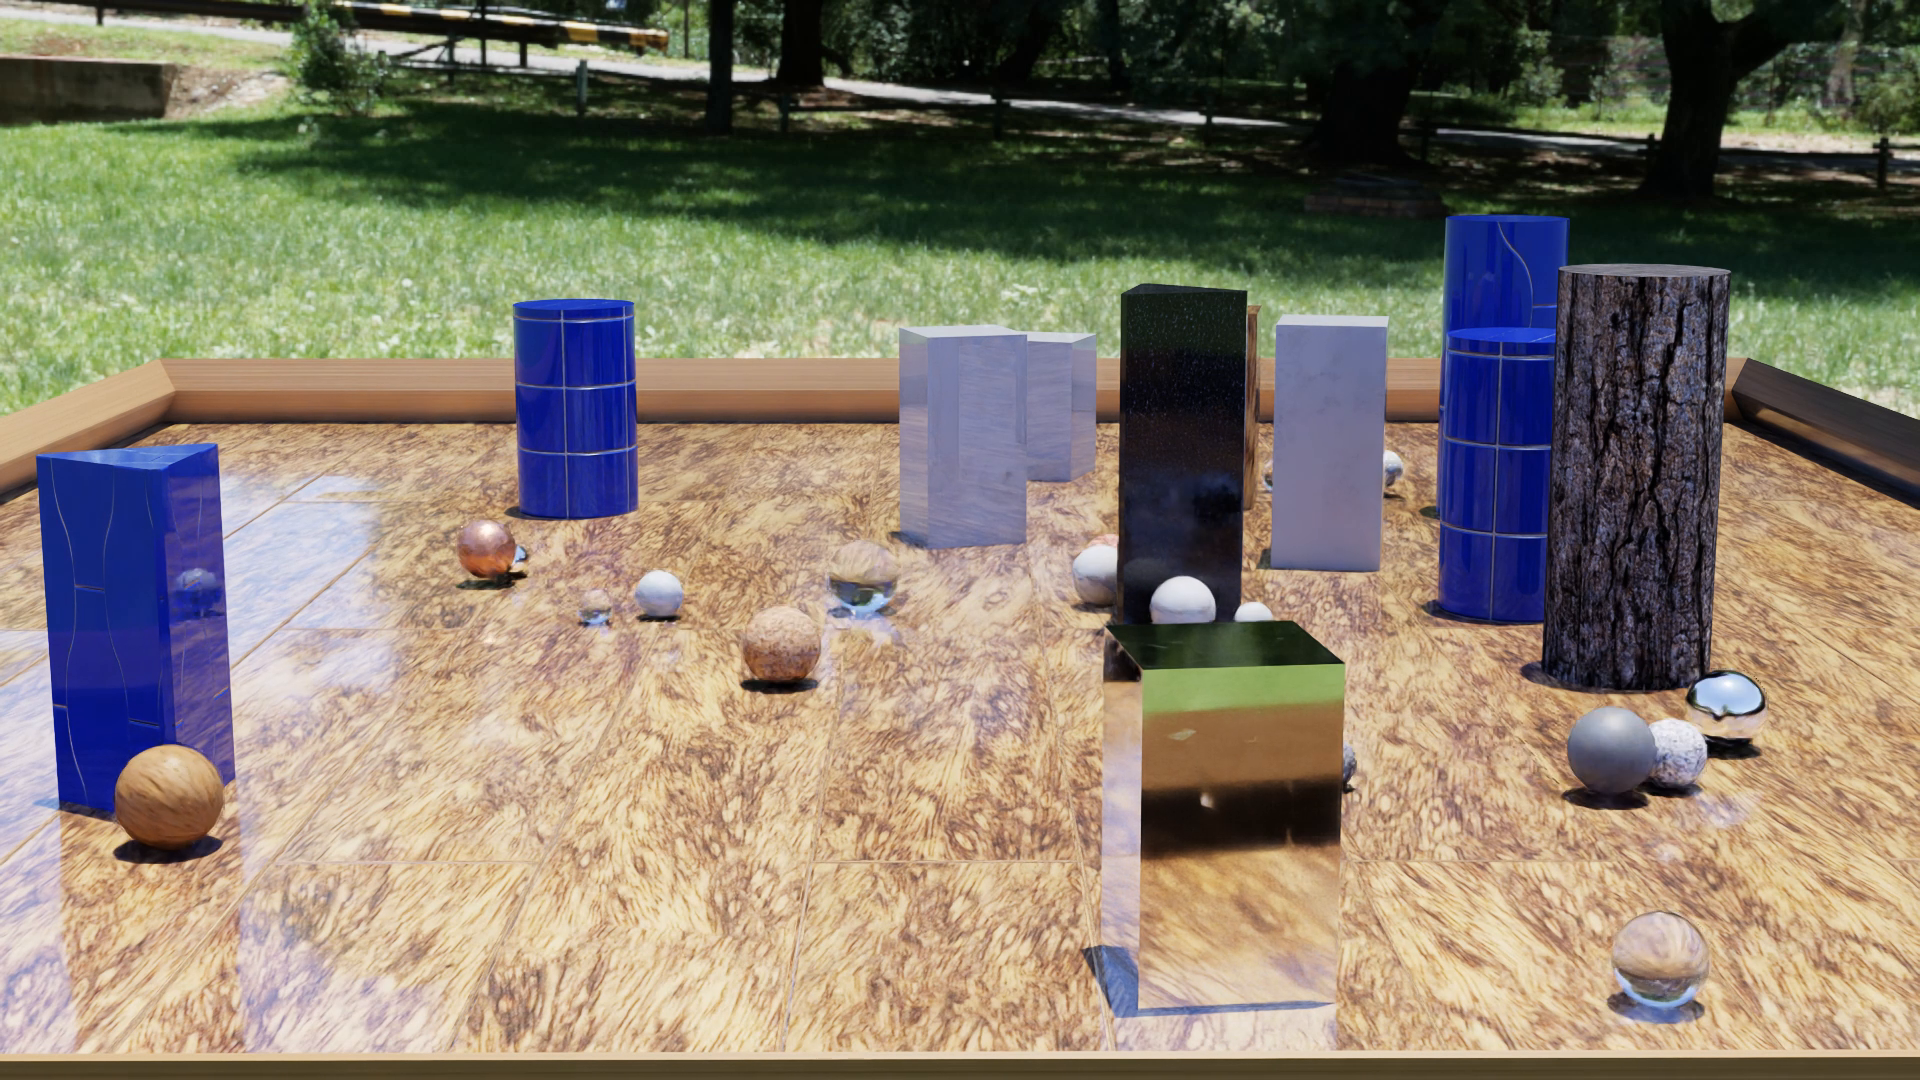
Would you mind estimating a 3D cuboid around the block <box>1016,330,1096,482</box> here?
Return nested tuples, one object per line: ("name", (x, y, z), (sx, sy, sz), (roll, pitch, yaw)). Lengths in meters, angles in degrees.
("block", (0.147, -0.243, 4.617), (0.158, 0.248, 0.158), (4, 11, 19))

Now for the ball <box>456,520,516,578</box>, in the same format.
("ball", (-0.671, 0.013, 3.634), (0.084, 0.084, 0.084), (0, 10, 0))

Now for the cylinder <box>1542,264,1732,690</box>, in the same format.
("cylinder", (0.809, -0.080, 3.079), (0.198, 0.487, 0.198), (0, 10, 0))

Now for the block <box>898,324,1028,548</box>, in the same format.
("block", (0.004, -0.164, 3.982), (0.158, 0.323, 0.158), (-3, 11, -17))

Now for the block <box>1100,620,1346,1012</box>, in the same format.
("block", (0.207, 0.217, 2.060), (0.158, 0.274, 0.158), (-1, 11, -7))

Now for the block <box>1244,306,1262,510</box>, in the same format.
("block", (0.421, -0.227, 4.319), (0.158, 0.325, 0.158), (2, 11, 9))

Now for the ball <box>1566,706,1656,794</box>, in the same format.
("ball", (0.653, 0.211, 2.574), (0.088, 0.088, 0.088), (0, 10, 0))

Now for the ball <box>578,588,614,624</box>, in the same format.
("ball", (-0.481, 0.088, 3.384), (0.047, 0.047, 0.047), (0, 10, 0))

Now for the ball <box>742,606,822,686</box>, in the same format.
("ball", (-0.212, 0.126, 3.050), (0.094, 0.094, 0.094), (0, 10, 0))

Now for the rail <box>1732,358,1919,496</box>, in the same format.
("rail", (1.620, 0.031, 3.458), (0.045, 0.129, 3.795), (0, 10, 0))

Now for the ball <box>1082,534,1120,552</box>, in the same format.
("ball", (0.208, 0.034, 3.576), (0.083, 0.083, 0.083), (0, 10, 0))

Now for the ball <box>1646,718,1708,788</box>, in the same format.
("ball", (0.725, 0.218, 2.614), (0.072, 0.072, 0.072), (0, 10, 0))

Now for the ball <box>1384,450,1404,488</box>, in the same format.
("ball", (0.726, -0.122, 4.386), (0.063, 0.063, 0.063), (0, 10, 0))

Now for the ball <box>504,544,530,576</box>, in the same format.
("ball", (-0.645, 0.029, 3.696), (0.049, 0.049, 0.049), (0, 10, 0))

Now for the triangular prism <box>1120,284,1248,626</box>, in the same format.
("triangular prism", (0.268, -0.113, 3.390), (0.171, 0.440, 0.148), (-3, 11, -16))

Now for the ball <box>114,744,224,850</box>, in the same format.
("ball", (-0.743, 0.241, 2.410), (0.099, 0.099, 0.099), (0, 10, 0))

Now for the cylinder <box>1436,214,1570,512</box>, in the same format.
("cylinder", (0.886, -0.284, 4.198), (0.198, 0.482, 0.198), (0, 10, 0))

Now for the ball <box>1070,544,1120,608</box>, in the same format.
("ball", (0.193, 0.049, 3.487), (0.085, 0.085, 0.085), (0, 10, 0))

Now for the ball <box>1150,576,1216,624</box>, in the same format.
("ball", (0.285, 0.088, 3.277), (0.085, 0.085, 0.085), (0, 10, 0))

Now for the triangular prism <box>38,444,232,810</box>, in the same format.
("triangular prism", (-0.794, 0.085, 2.568), (0.171, 0.349, 0.148), (7, 12, 32))

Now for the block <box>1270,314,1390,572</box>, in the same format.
("block", (0.549, -0.147, 3.800), (0.158, 0.357, 0.158), (2, 11, 10))

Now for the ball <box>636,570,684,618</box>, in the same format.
("ball", (-0.401, 0.073, 3.420), (0.063, 0.063, 0.063), (0, 10, 0))

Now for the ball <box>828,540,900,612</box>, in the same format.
("ball", (-0.129, 0.049, 3.456), (0.098, 0.098, 0.098), (0, 10, 0))

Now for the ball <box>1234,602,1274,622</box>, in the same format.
("ball", (0.376, 0.104, 3.282), (0.051, 0.051, 0.051), (0, 10, 0))

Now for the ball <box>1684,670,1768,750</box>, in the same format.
("ball", (0.824, 0.183, 2.761), (0.087, 0.087, 0.087), (0, 10, 0))

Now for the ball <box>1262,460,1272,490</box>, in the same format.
("ball", (0.551, -0.113, 4.431), (0.060, 0.060, 0.060), (0, 10, 0))

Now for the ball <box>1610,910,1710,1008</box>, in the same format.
("ball", (0.548, 0.328, 2.006), (0.076, 0.076, 0.076), (0, 10, 0))

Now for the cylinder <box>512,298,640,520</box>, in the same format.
("cylinder", (-0.633, -0.219, 4.233), (0.198, 0.341, 0.198), (0, 10, 0))

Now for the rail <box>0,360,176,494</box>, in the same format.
("rail", (-1.620, 0.035, 3.440), (0.045, 0.129, 3.795), (0, 10, 0))

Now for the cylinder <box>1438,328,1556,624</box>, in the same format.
("cylinder", (0.749, -0.091, 3.455), (0.198, 0.372, 0.198), (0, 10, 0))

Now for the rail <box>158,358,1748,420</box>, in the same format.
("rail", (-0.011, -0.308, 5.291), (3.288, 0.129, 0.045), (0, 10, 0))

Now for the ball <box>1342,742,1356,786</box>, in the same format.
("ball", (0.377, 0.227, 2.615), (0.053, 0.053, 0.053), (0, 10, 0))

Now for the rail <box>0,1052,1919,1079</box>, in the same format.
("rail", (0.011, 0.374, 1.606), (3.288, 0.129, 0.045), (0, 10, 0))
